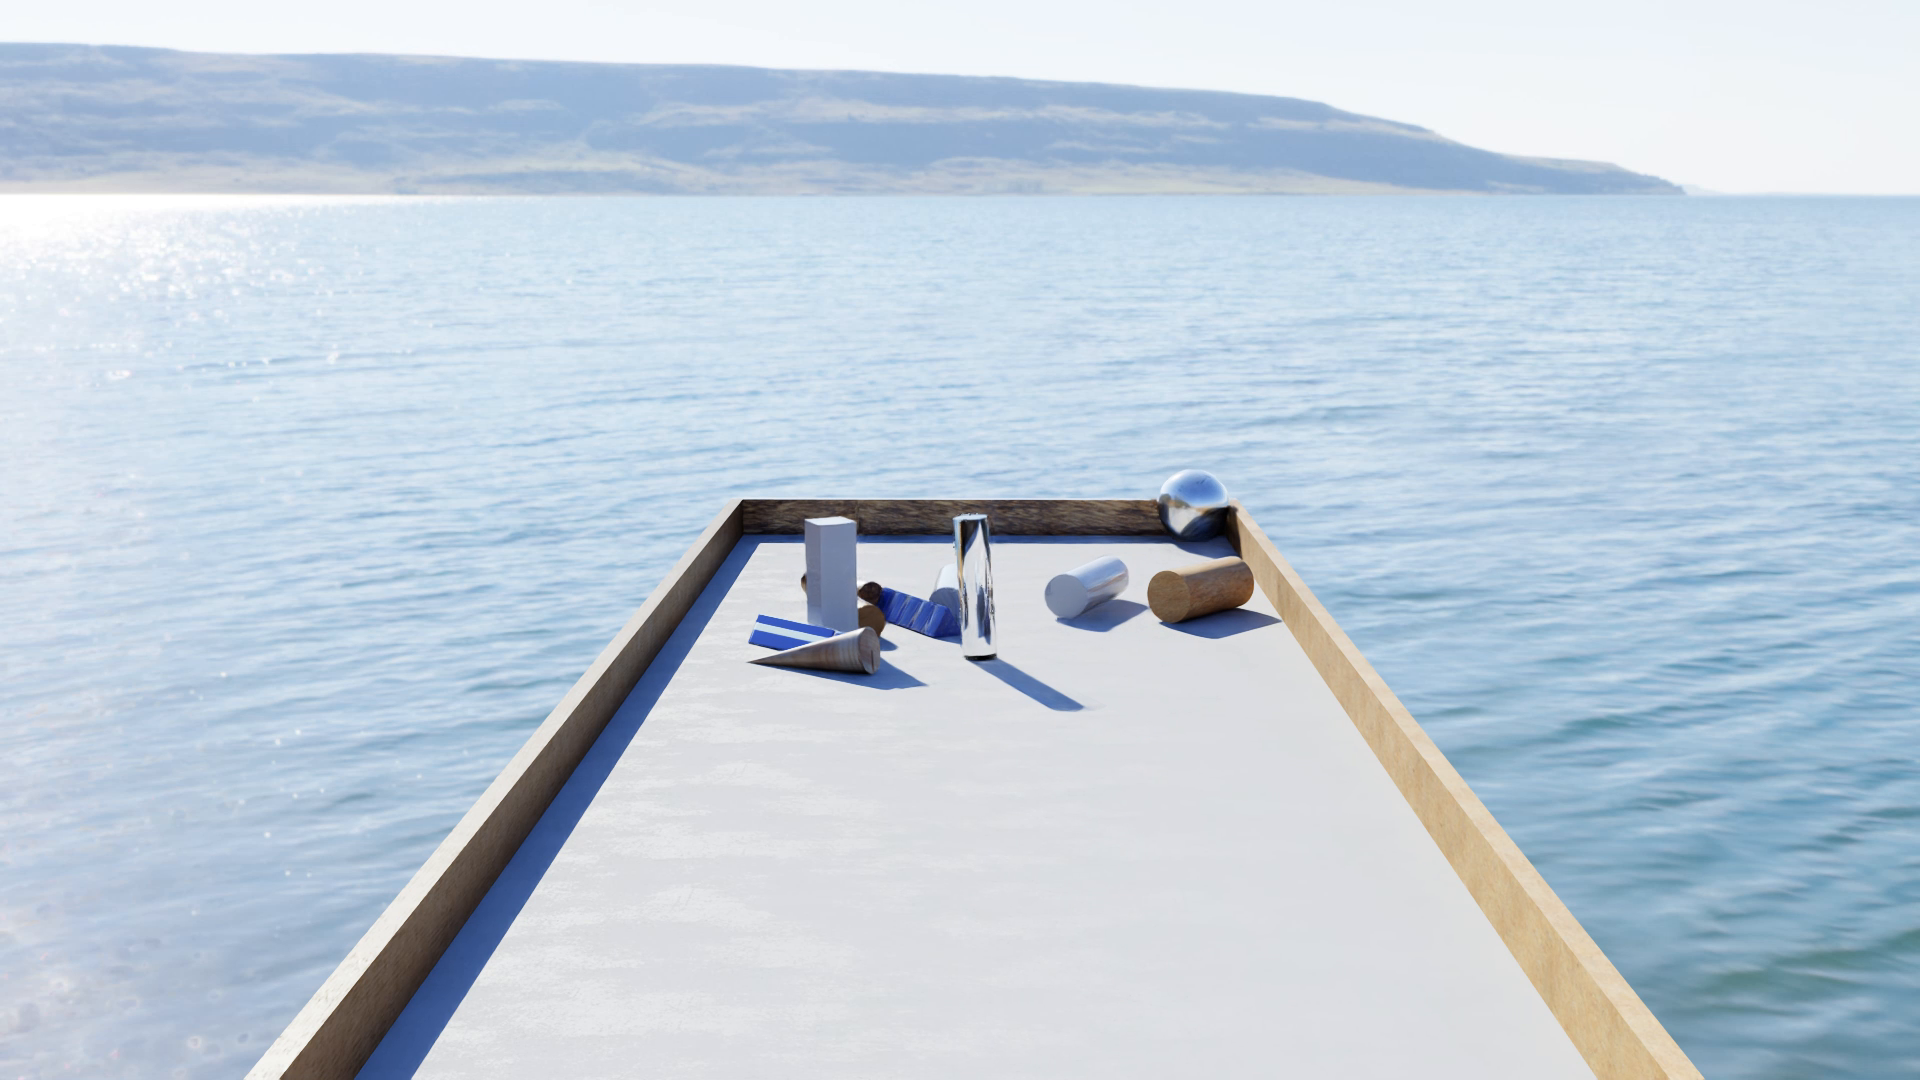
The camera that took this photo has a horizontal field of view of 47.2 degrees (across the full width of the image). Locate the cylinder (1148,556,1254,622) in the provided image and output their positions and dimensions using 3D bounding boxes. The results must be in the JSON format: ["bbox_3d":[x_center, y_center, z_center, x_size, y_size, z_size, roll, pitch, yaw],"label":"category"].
[{"bbox_3d":[0.813,0.165,7.407,0.176,0.176,0.376,8,12,41],"label":"cylinder"}]

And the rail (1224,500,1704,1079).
[{"bbox_3d":[1.046,0.843,3.208,0.050,0.150,12.000,0,9,1],"label":"rail"}]

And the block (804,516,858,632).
[{"bbox_3d":[-0.403,0.132,6.921,0.123,0.390,0.123,-6,11,-26],"label":"block"}]

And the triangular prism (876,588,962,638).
[{"bbox_3d":[-0.145,0.233,7.226,0.108,0.093,0.427,-5,11,-29],"label":"triangular prism"}]

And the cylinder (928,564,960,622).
[{"bbox_3d":[-0.034,0.182,7.456,0.127,0.127,0.451,0,9,2],"label":"cylinder"}]

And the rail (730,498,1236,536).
[{"bbox_3d":[0.099,-0.098,9.147,2.100,0.150,0.050,0,9,1],"label":"rail"}]

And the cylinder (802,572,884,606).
[{"bbox_3d":[-0.404,0.172,7.566,0.112,0.112,0.383,-6,11,-33],"label":"cylinder"}]

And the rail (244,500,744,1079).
[{"bbox_3d":[-1.004,0.839,3.234,0.050,0.150,12.000,0,9,1],"label":"rail"}]

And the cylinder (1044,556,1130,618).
[{"bbox_3d":[0.438,0.159,7.526,0.151,0.151,0.418,4,10,24],"label":"cylinder"}]

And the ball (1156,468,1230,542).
[{"bbox_3d":[0.949,-0.142,8.945,0.295,0.295,0.295,0,9,0],"label":"ball"}]

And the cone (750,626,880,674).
[{"bbox_3d":[-0.459,0.349,6.586,0.424,0.142,0.142,-7,6,23],"label":"cone"}]

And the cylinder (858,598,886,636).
[{"bbox_3d":[-0.354,0.238,7.142,0.115,0.115,0.335,-4,10,-22],"label":"cylinder"}]

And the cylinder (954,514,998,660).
[{"bbox_3d":[0.047,0.144,6.702,0.105,0.432,0.105,-4,8,1],"label":"cylinder"}]

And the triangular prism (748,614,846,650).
[{"bbox_3d":[-0.486,0.300,6.827,0.099,0.086,0.426,-9,12,-44],"label":"triangular prism"}]
